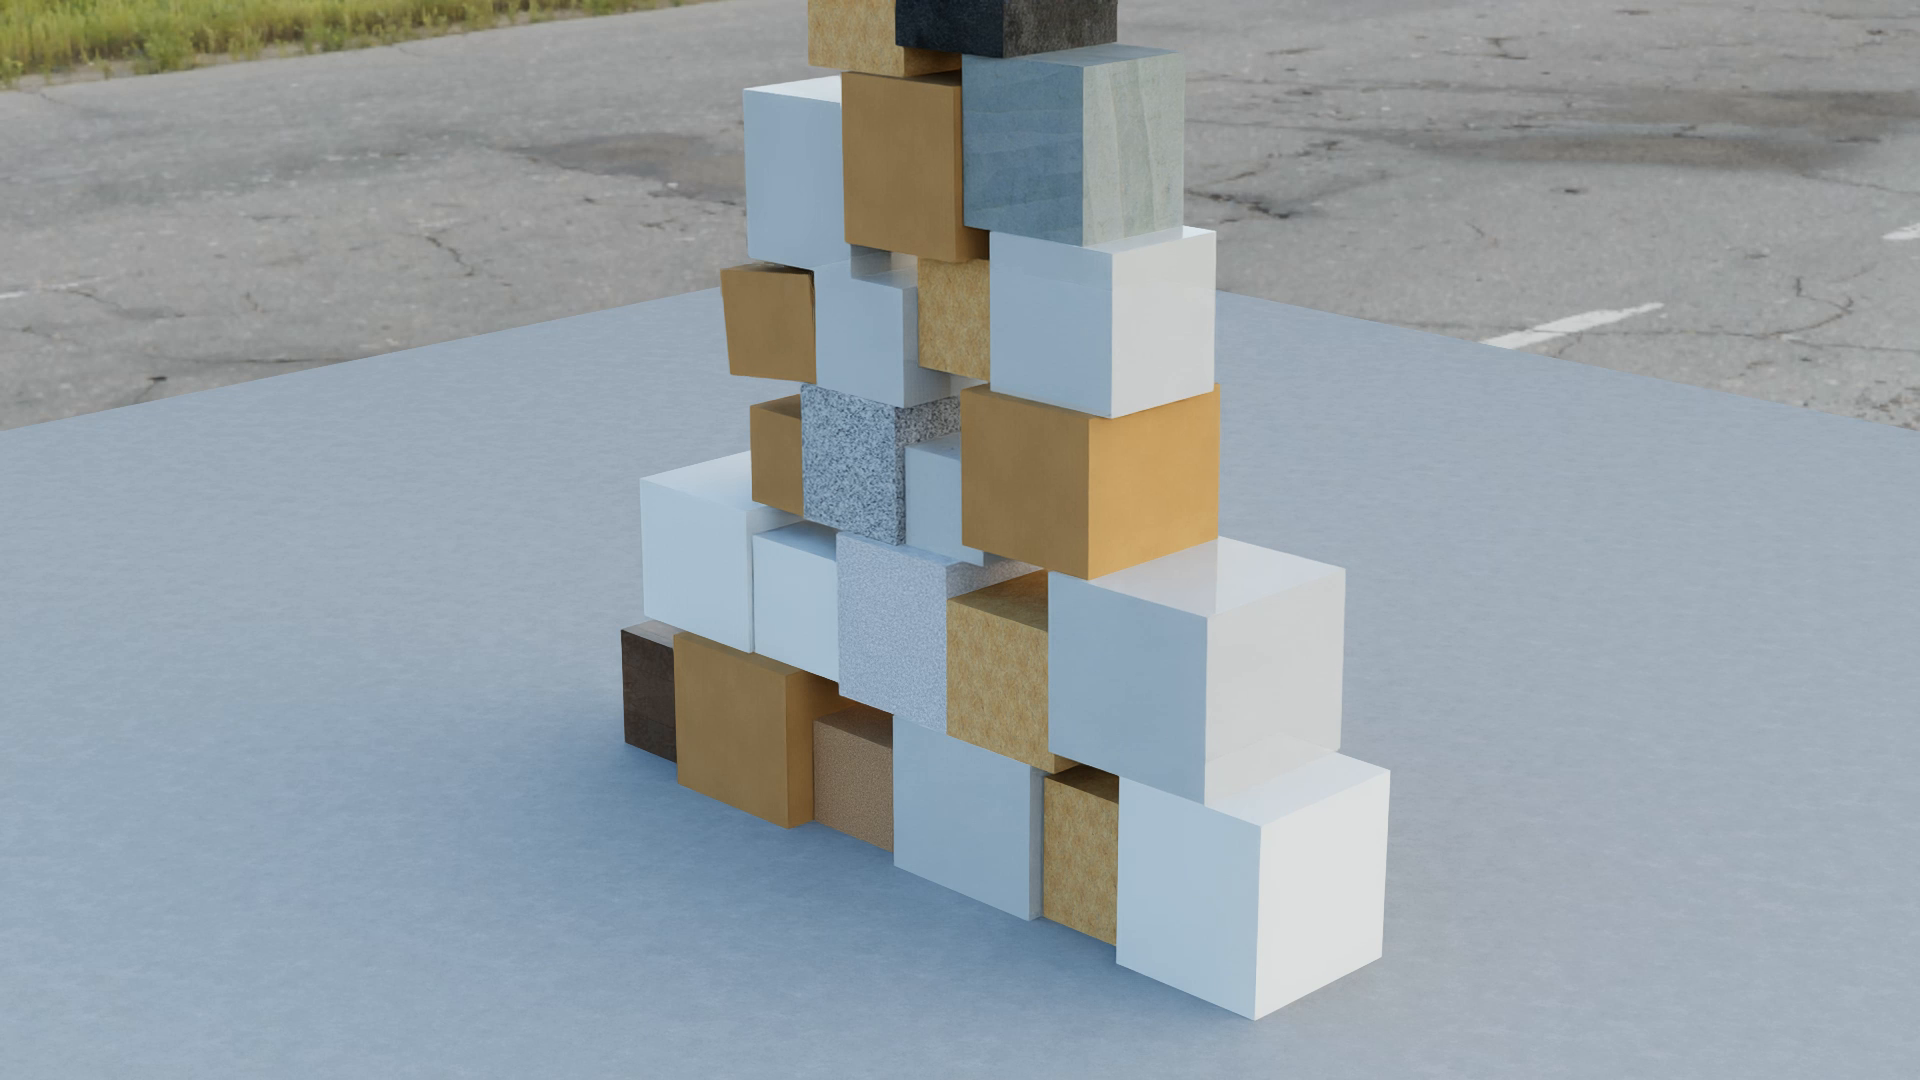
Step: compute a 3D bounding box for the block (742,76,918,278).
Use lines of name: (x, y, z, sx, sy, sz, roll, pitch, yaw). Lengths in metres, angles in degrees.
block: (-0.499, -1.672, 13.366, 0.664, 0.774, 0.693, -17, 23, -42)

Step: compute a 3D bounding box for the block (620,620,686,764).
block: (-1.302, 0.750, 14.936, 0.567, 0.614, 0.614, -17, 24, -42)

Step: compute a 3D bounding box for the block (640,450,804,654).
block: (-1.021, 0.040, 14.436, 0.755, 0.708, 0.788, -17, 24, -42)

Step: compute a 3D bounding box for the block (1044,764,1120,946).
block: (0.782, 1.345, 12.955, 0.628, 0.666, 0.537, -17, 24, -42)

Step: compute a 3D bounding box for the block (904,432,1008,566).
block: (0.106, -0.204, 13.149, 0.489, 0.459, 0.506, 16, 24, 43)

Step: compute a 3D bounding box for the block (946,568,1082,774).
block: (0.442, 0.556, 13.045, 0.758, 0.638, 0.659, -17, 24, -42)

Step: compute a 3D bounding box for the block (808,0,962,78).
block: (-0.264, -2.368, 12.852, 0.607, 0.569, 0.545, 15, 23, 43)

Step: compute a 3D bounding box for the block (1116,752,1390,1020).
block: (1.243, 1.393, 12.472, 0.855, 0.864, 0.767, -17, 24, -42)

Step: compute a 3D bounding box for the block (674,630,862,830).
block: (-0.798, 0.827, 14.413, 0.878, 0.779, 0.818, -17, 24, -42)

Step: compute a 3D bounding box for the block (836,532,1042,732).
block: (-0.046, 0.338, 13.499, 0.710, 0.782, 0.751, 16, 24, 43)

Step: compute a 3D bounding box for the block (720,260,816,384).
block: (-0.670, -1.051, 13.719, 0.600, 0.499, 0.620, -17, 18, -42)

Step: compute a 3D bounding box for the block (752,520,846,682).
block: (-0.529, 0.252, 13.961, 0.660, 0.589, 0.619, -17, 24, -42)

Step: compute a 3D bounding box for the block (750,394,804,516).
block: (-0.666, -0.413, 13.913, 0.456, 0.468, 0.466, 17, 24, 42)

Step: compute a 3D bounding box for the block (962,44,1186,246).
block: (0.476, -1.683, 12.320, 0.624, 0.732, 0.689, -17, 23, -42)

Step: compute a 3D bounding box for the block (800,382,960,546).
block: (-0.295, -0.410, 13.503, 0.622, 0.649, 0.602, 16, 24, 43)

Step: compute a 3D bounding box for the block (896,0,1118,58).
block: (0.195, -2.409, 12.394, 0.695, 0.620, 0.638, -17, 23, -42)

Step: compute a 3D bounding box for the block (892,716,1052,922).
block: (0.267, 1.163, 13.410, 0.758, 0.740, 0.862, -17, 24, -42)

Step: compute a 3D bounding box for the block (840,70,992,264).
block: (-0.020, -1.678, 12.838, 0.702, 0.749, 0.692, -17, 23, -42)

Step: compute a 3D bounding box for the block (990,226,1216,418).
block: (0.602, -0.965, 12.400, 0.647, 0.688, 0.697, -17, 23, -42)

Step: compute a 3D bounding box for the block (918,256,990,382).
block: (0.174, -1.021, 12.866, 0.541, 0.532, 0.472, 15, 23, 43)

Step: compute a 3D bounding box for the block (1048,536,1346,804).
block: (1.004, 0.515, 12.476, 0.897, 0.808, 0.876, -17, 23, -42)

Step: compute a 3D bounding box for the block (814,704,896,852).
block: (-0.275, 1.108, 13.953, 0.552, 0.519, 0.641, -17, 24, -42)

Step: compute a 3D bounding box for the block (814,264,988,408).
block: (-0.229, -0.964, 13.287, 0.570, 0.537, 0.630, 16, 24, 43)

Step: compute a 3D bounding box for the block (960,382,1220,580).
block: (0.564, -0.325, 12.670, 0.835, 0.695, 0.746, -17, 23, -42)
